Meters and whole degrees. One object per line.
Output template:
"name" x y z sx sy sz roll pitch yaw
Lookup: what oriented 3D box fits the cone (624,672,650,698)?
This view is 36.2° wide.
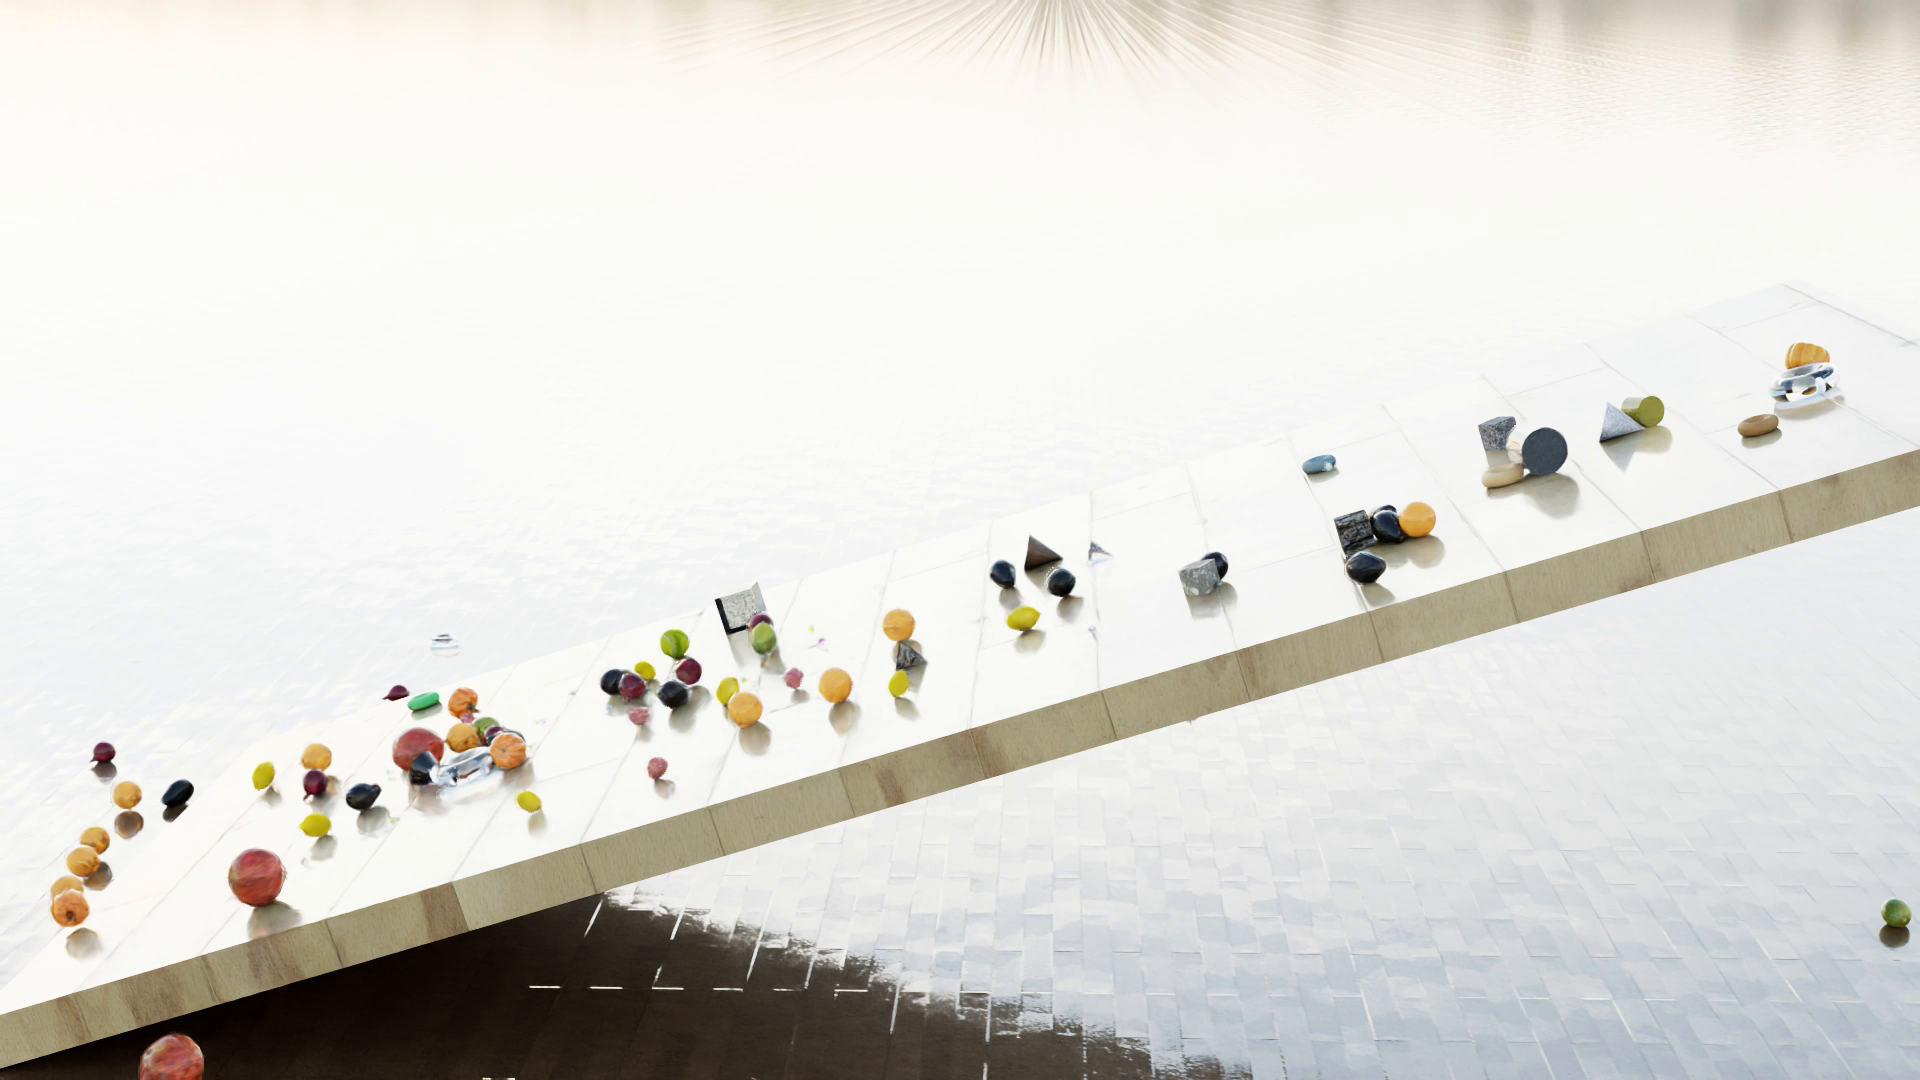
"cone" -0.716 0.329 6.563 0.057 0.057 0.057 9 11 0

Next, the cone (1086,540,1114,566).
"cone" 0.309 0.032 6.410 0.057 0.057 0.057 10 12 3

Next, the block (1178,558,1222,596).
"block" 0.474 0.075 5.821 0.054 0.054 0.054 -9 13 41

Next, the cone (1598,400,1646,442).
"cone" 1.359 -0.236 6.017 0.088 0.088 0.088 12 13 8

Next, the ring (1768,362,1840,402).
"ring" 1.684 -0.315 5.868 0.143 0.048 0.143 -18 10 3

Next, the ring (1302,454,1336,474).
"ring" 0.810 -0.171 6.639 0.080 0.027 0.080 -17 11 4

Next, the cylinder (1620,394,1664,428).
"cylinder" 1.400 -0.265 6.033 0.064 0.064 0.064 -5 10 -22

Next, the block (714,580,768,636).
"block" -0.515 0.159 6.941 0.091 0.091 0.091 -16 10 10

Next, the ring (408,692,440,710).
"ring" -1.318 0.395 7.225 0.083 0.028 0.083 -16 9 3

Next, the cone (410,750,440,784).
"cone" -1.122 0.502 6.301 0.080 0.080 0.080 23 20 22

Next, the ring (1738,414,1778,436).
"ring" 1.539 -0.221 5.672 0.080 0.027 0.080 -17 12 4

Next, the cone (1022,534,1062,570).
"cone" 0.190 0.034 6.564 0.086 0.086 0.086 11 11 0

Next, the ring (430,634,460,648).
"ring" -1.566 0.306 8.936 0.089 0.030 0.089 -1 12 0

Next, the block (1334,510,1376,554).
"block" 0.774 -0.016 5.769 0.064 0.064 0.064 -17 10 5

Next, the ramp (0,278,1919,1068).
"ramp" 0.097 0.184 6.314 4.000 0.100 2.000 -17 10 5

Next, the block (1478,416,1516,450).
"block" 1.150 -0.227 6.273 0.058 0.058 0.058 -22 11 -23

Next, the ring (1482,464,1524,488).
"ring" 1.094 -0.130 5.930 0.089 0.030 0.089 -17 12 4

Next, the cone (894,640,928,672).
"cone" -0.094 0.241 5.969 0.065 0.065 0.065 10 12 3

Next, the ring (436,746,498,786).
"ring" -1.047 0.482 6.253 0.139 0.046 0.139 -21 11 4
